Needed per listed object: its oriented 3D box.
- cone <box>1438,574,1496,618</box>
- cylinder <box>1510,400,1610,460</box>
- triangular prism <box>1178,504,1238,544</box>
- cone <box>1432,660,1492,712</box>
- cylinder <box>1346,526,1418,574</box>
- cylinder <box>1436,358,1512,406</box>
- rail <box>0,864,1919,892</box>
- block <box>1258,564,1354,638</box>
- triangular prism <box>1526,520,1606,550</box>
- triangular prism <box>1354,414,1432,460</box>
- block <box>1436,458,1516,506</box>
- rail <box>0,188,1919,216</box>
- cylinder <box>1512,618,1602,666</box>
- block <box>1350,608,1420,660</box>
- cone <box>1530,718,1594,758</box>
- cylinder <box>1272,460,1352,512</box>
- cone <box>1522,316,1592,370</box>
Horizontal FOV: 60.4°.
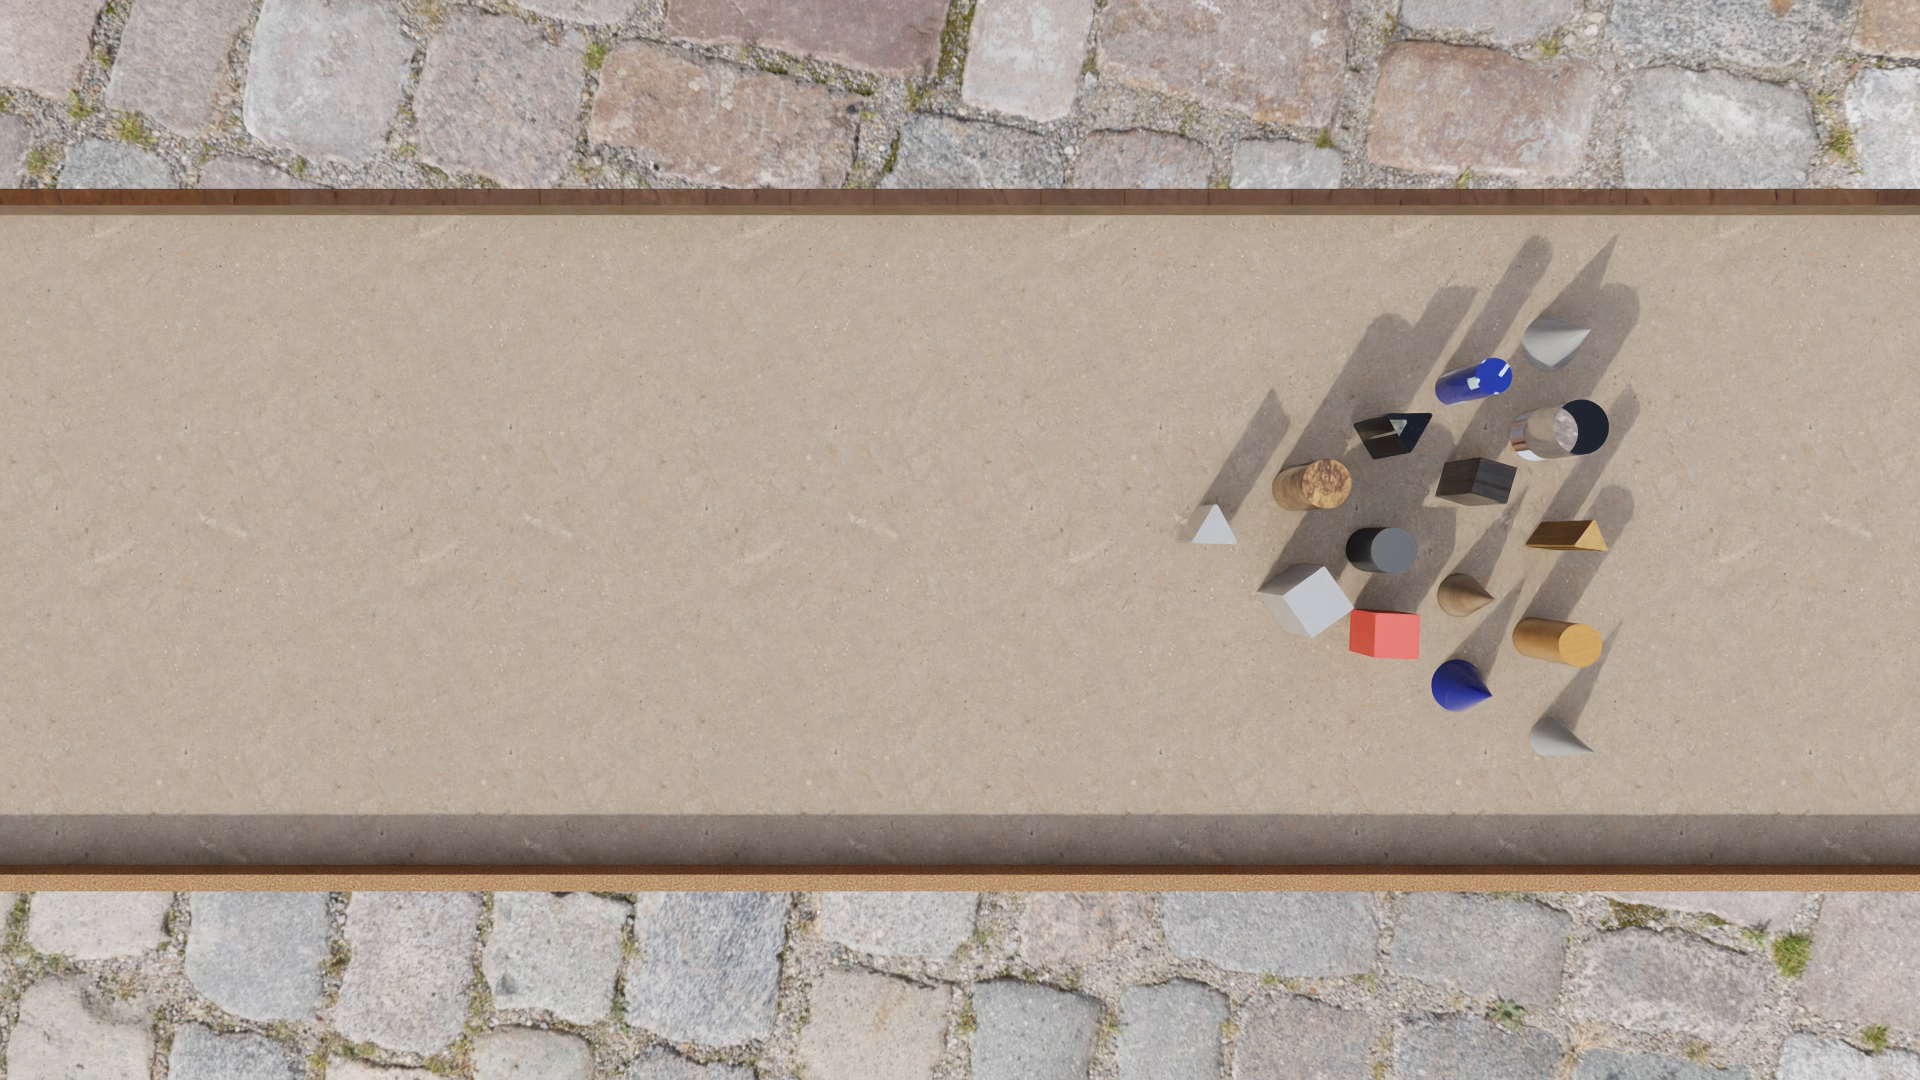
[{"bbox_3d":[1.537,0.170,4.903,0.137,0.346,0.137,0,90,0],"label":"cone"},{"bbox_3d":[1.771,-0.322,4.889,0.158,0.376,0.158,0,90,0],"label":"cylinder"},{"bbox_3d":[0.732,-0.048,4.903,0.127,0.347,0.110,1,90,0],"label":"triangular prism"},{"bbox_3d":[1.531,0.448,4.909,0.161,0.334,0.161,0,90,0],"label":"cone"},{"bbox_3d":[1.255,0.030,4.922,0.135,0.310,0.135,0,90,0],"label":"cylinder"},{"bbox_3d":[1.514,-0.465,4.876,0.104,0.400,0.104,0,90,0],"label":"cylinder"},{"bbox_3d":[-2.247,1.025,5.001,12.000,0.150,0.050,0,90,0],"label":"rail"},{"bbox_3d":[1.016,0.176,4.878,0.147,0.397,0.147,-35,90,0],"label":"block"},{"bbox_3d":[1.790,-0.017,4.872,0.092,0.410,0.080,7,90,0],"label":"triangular prism"},{"bbox_3d":[1.291,-0.329,4.876,0.111,0.402,0.128,-30,90,0],"label":"triangular prism"},{"bbox_3d":[1.529,-0.171,4.899,0.108,0.356,0.108,17,90,0],"label":"block"},{"bbox_3d":[-2.247,-1.025,5.002,12.000,0.150,0.050,0,90,0],"label":"rail"},{"bbox_3d":[1.762,0.299,4.880,0.124,0.392,0.124,0,90,0],"label":"cylinder"},{"bbox_3d":[1.265,0.278,4.924,0.129,0.305,0.129,2,90,0],"label":"block"},{"bbox_3d":[1.814,0.608,4.893,0.121,0.368,0.121,0,90,0],"label":"cone"},{"bbox_3d":[1.029,-0.158,4.850,0.139,0.452,0.139,0,90,0],"label":"cylinder"},{"bbox_3d":[1.815,-0.606,4.909,0.168,0.336,0.168,0,90,0],"label":"cone"}]
